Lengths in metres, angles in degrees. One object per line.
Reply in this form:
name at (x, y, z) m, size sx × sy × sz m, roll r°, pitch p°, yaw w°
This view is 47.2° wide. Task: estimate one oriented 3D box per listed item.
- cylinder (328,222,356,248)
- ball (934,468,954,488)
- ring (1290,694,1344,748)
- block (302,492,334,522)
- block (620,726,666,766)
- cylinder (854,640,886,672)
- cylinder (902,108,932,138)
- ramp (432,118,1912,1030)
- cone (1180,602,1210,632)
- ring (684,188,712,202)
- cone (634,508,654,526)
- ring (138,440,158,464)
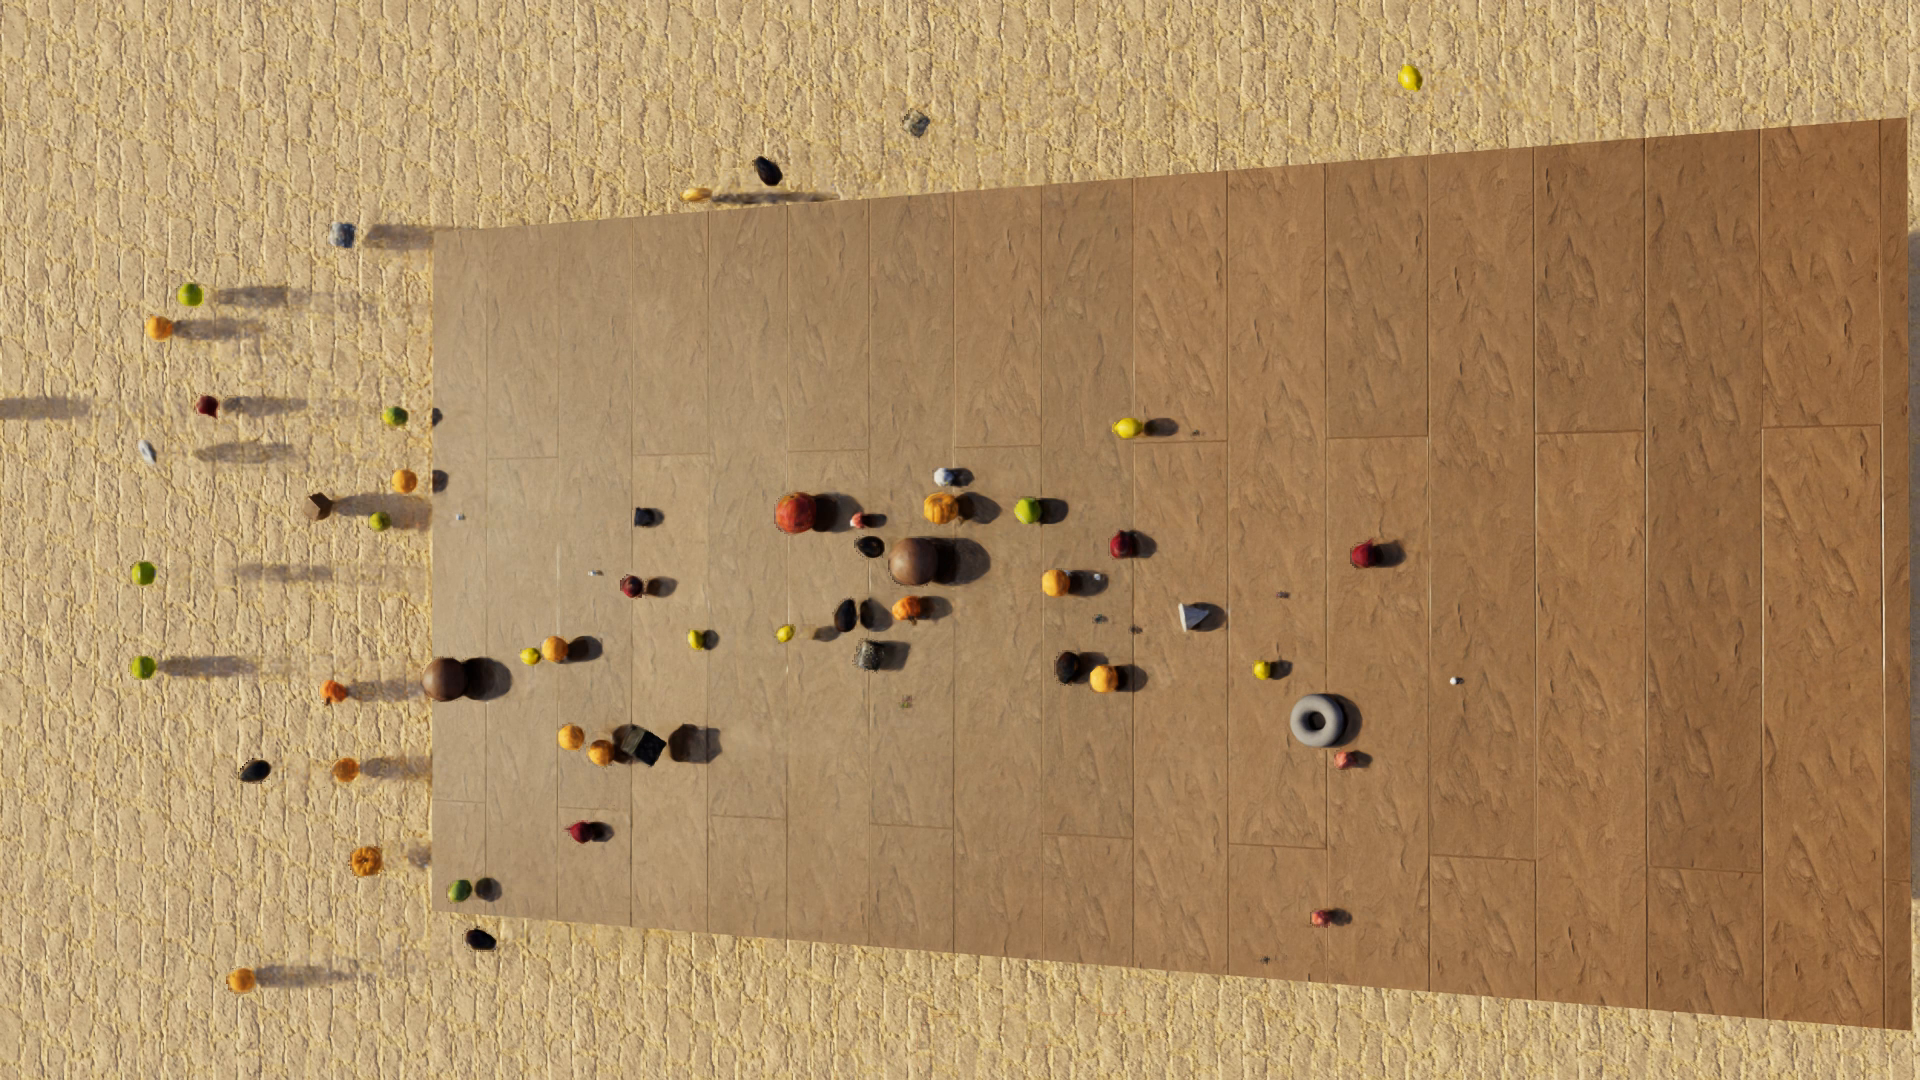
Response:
cylinder at (-1.837, -0.907, 6.538) m, size 0.069 × 0.069 × 0.069 m, roll 11°, pitch 95°, yaw 0°
ball at (-0.042, -0.164, 5.763) m, size 0.052 × 0.052 × 0.052 m, roll 0°, pitch 89°, yaw 0°
ring at (0.867, 0.440, 5.343) m, size 0.133 × 0.044 × 0.133 m, roll 0°, pitch 90°, yaw 24°
block at (-1.907, -0.098, 6.535) m, size 0.055 × 0.055 × 0.055 m, roll 39°, pitch 121°, yaw 15°
block at (-0.874, 0.568, 6.069) m, size 0.076 × 0.076 × 0.076 m, roll 37°, pitch 75°, yaw -34°
cylinder at (-0.239, 0.306, 5.841) m, size 0.065 × 0.065 × 0.065 m, roll 24°, pitch 81°, yaw 0°
cylinder at (-0.115, -1.115, 5.888) m, size 0.057 × 0.057 × 0.057 m, roll 38°, pitch 82°, yaw 0°
ramp at (0.282, 0.082, 5.695) m, size 4.000 × 0.100 × 2.000 m, roll 0°, pitch 89°, yaw 25°
cone at (0.591, 0.186, 5.478) m, size 0.075 × 0.075 × 0.075 m, roll -10°, pitch 89°, yaw -2°
ring at (-0.779, -1.025, 6.536) m, size 0.088 × 0.088 × 0.029 m, roll -4°, pitch 86°, yaw 0°
cone at (-0.880, -0.060, 6.162) m, size 0.057 × 0.057 × 0.057 m, roll 12°, pitch 89°, yaw -12°
ring at (-2.407, -0.261, 6.517) m, size 0.026 × 0.077 × 0.077 m, roll -35°, pitch 89°, yaw -34°
